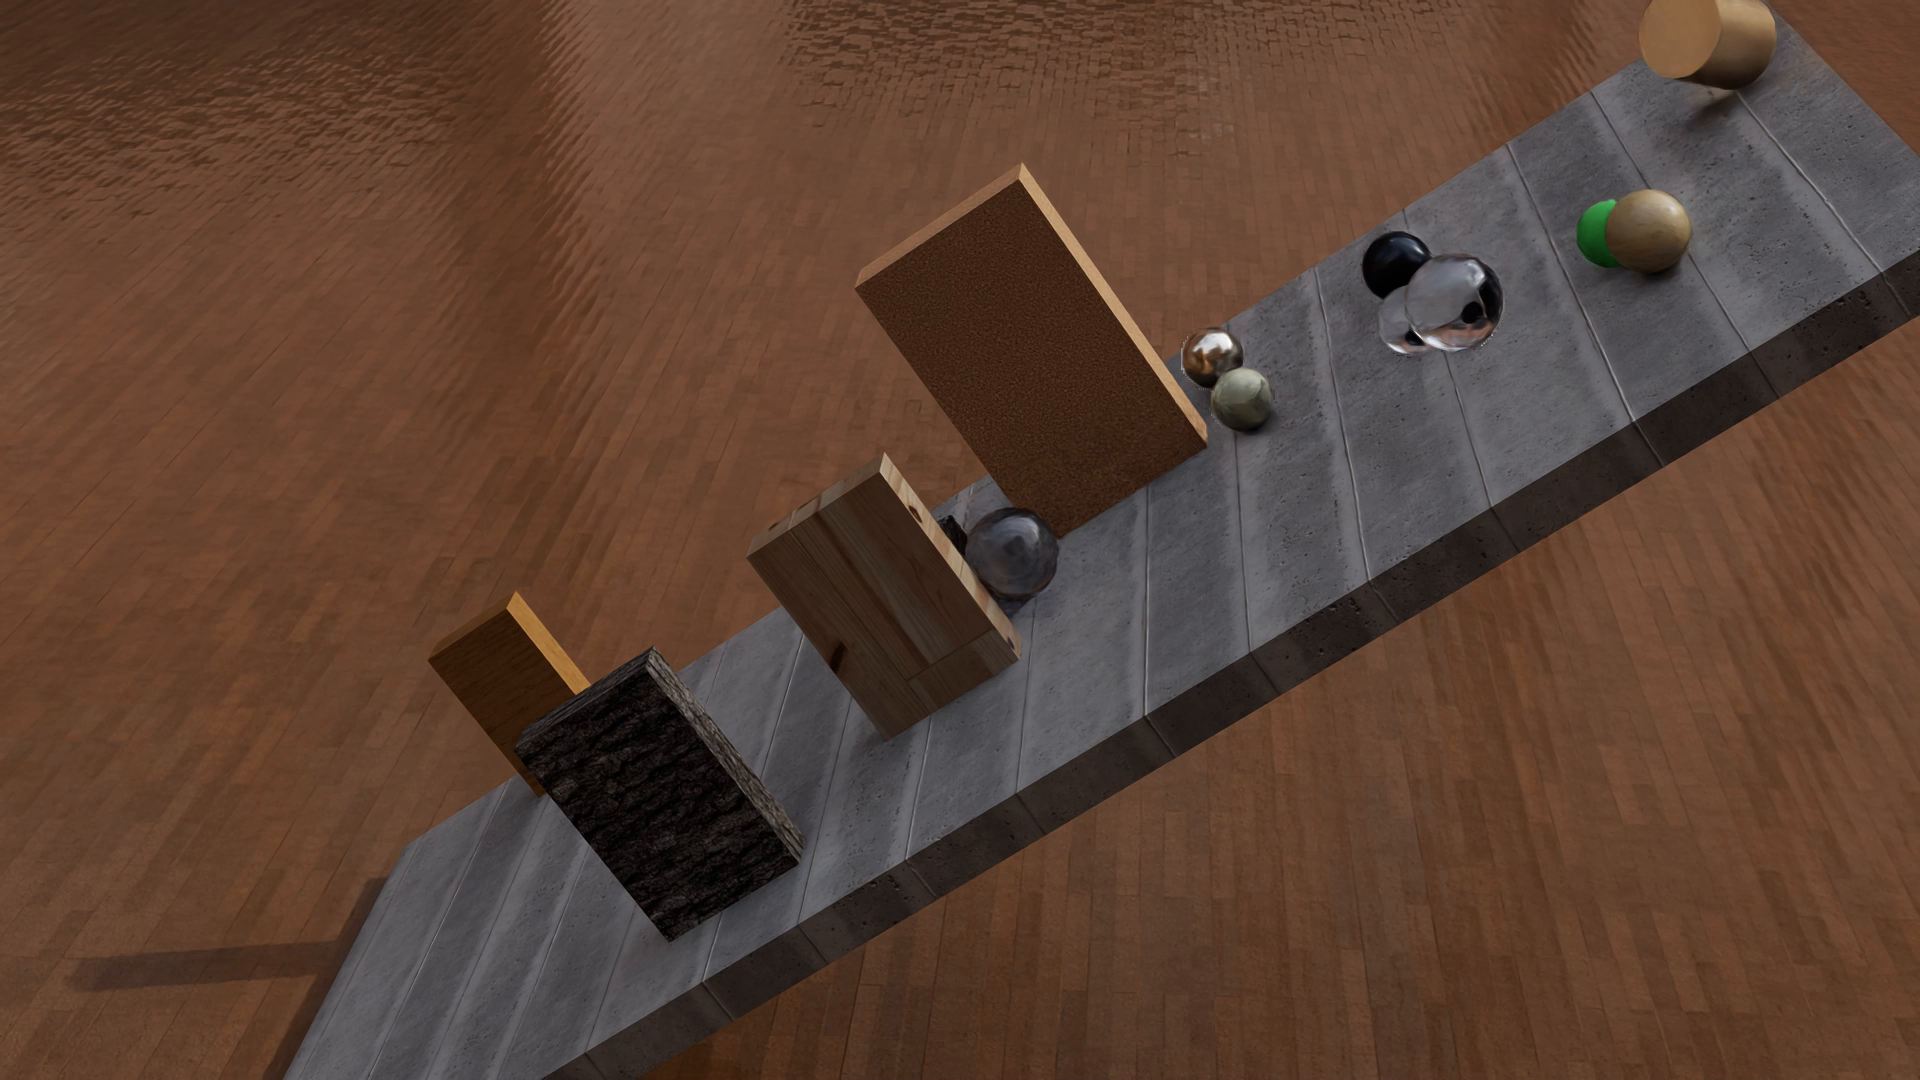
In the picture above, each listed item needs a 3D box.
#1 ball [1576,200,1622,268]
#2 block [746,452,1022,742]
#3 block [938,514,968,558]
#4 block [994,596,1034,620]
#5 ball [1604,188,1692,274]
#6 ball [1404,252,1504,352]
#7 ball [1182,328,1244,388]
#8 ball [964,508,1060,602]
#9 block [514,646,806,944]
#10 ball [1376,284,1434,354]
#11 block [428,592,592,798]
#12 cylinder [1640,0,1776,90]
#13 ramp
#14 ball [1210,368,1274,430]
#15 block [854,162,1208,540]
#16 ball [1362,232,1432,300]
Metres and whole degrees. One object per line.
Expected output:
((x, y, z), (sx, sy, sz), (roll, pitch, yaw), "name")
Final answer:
((1.256, -0.592, 5.682), (0.129, 0.129, 0.129), (0, 21, 0), "ball")
((-0.151, 0.118, 5.979), (0.331, 0.487, 0.115), (-32, 16, 15), "block")
((-0.066, 0.102, 6.405), (0.190, 0.190, 0.190), (-27, 18, 31), "block")
((0.073, 0.089, 6.261), (0.127, 0.127, 0.127), (-42, 16, -19), "block")
((1.290, -0.579, 5.516), (0.158, 0.158, 0.158), (0, 21, 0), "ball")
((0.976, -0.470, 5.810), (0.194, 0.194, 0.194), (0, 21, 0), "ball")
((0.570, -0.410, 6.627), (0.138, 0.138, 0.138), (0, 21, 0), "ball")
((0.107, 0.030, 6.070), (0.195, 0.195, 0.195), (0, 21, 0), "ball")
((-0.585, 0.501, 5.768), (0.322, 0.502, 0.107), (-32, 16, 15), "block")
((0.918, -0.448, 5.967), (0.144, 0.144, 0.144), (0, 21, 0), "ball")
((-1.070, 0.383, 7.279), (0.250, 0.448, 0.113), (-32, 16, 15), "block")
((1.549, -1.043, 6.090), (0.198, 0.198, 0.198), (1, 16, -41), "cylinder")
((0.136, 0.174, 6.306), (4.000, 0.100, 2.000), (-32, 16, 15), "ramp")
((0.599, -0.298, 6.243), (0.133, 0.133, 0.133), (0, 21, 0), "ball")
((0.159, -0.395, 6.380), (0.428, 0.716, 0.145), (-32, 16, 15), "block")
((0.938, -0.586, 6.313), (0.152, 0.152, 0.152), (0, 21, 0), "ball")
